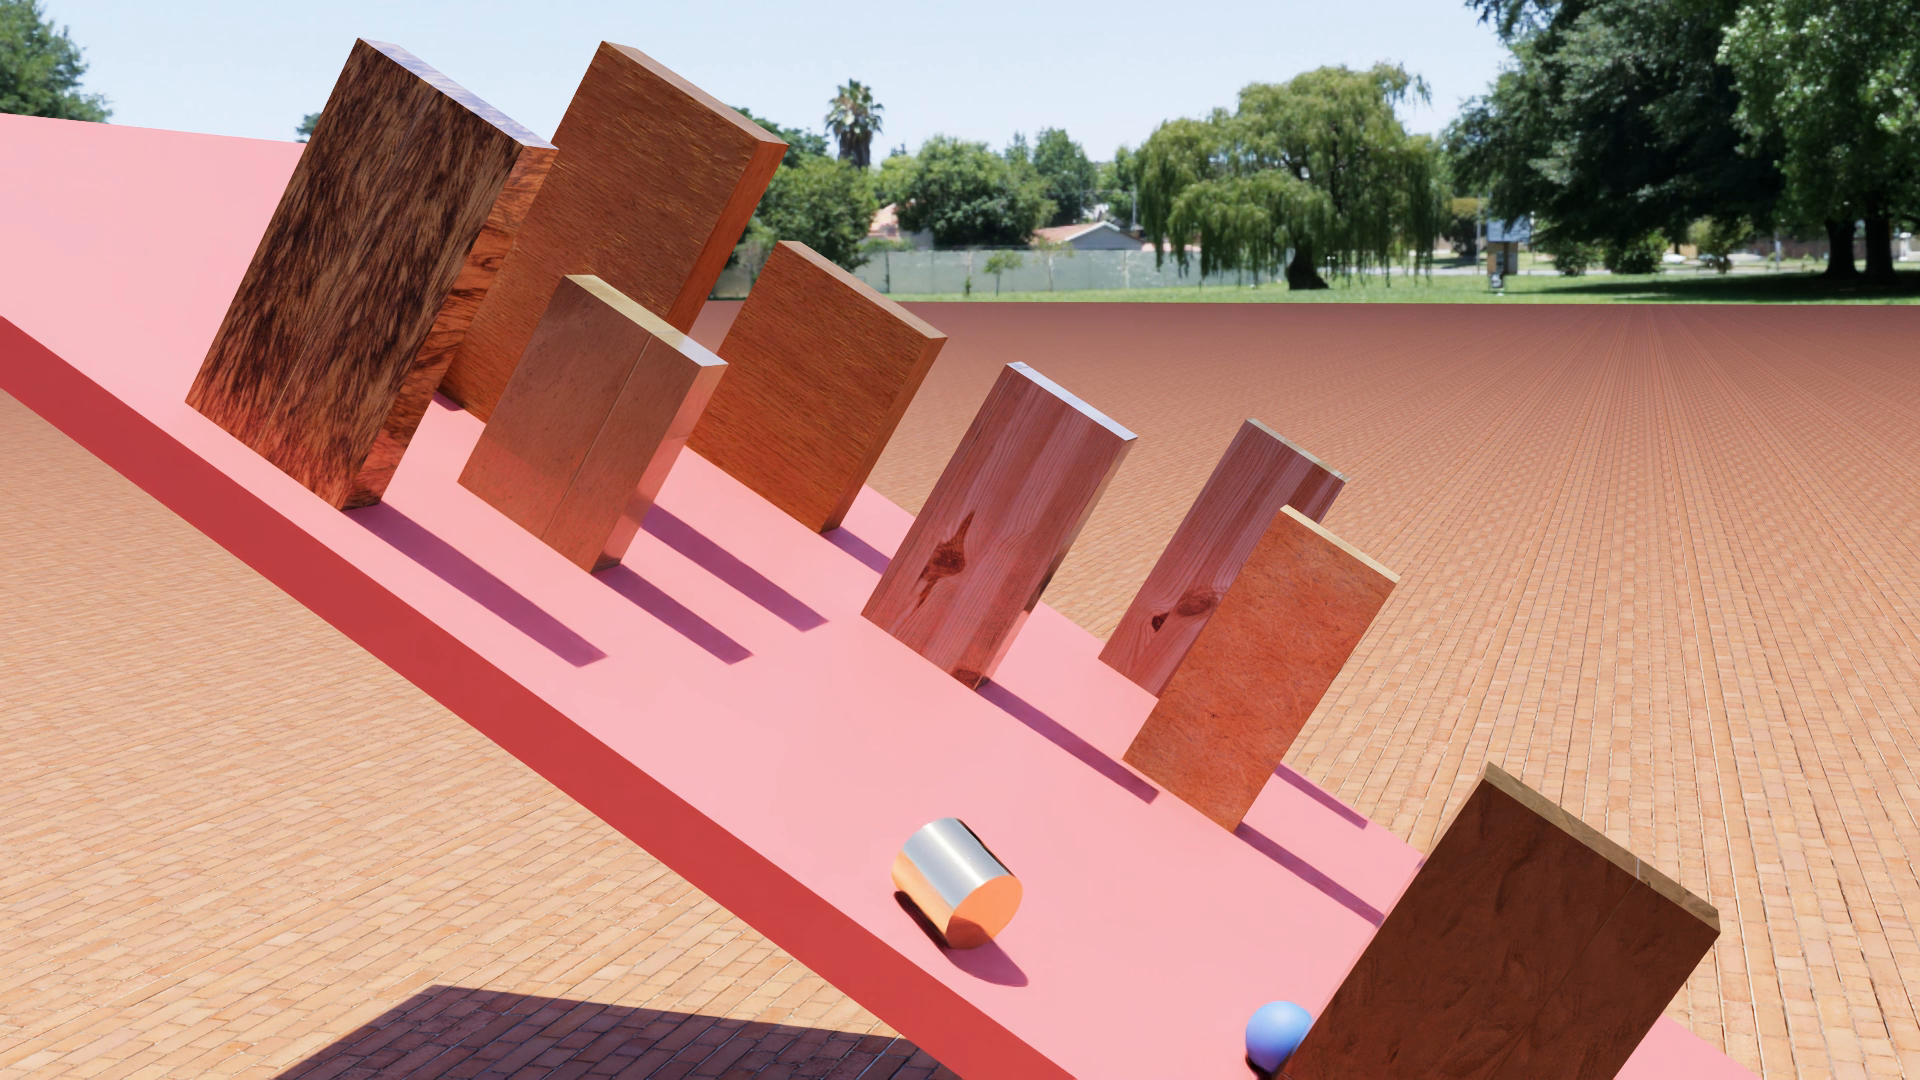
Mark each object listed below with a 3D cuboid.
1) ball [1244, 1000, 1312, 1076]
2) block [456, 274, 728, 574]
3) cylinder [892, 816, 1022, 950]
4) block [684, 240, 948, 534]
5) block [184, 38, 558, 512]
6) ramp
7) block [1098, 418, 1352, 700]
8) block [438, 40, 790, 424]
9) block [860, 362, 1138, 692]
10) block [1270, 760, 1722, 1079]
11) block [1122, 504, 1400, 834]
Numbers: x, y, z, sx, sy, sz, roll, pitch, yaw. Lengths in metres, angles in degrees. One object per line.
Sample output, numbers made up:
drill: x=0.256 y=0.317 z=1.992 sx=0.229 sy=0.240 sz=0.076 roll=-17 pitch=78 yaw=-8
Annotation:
ball: x=0.493 y=0.763 z=3.364 sx=0.115 sy=0.115 sz=0.115 roll=0 pitch=7 yaw=0
block: x=-0.629 y=-0.199 z=3.756 sx=0.290 sy=0.413 sz=0.113 roll=34 pitch=15 yaw=11
cylinder: x=-0.004 y=0.501 z=3.211 sx=0.138 sy=0.138 sz=0.138 roll=-6 pitch=37 yaw=-39
block: x=-0.319 y=-0.323 z=4.638 sx=0.386 sy=0.480 sz=0.126 roll=34 pitch=15 yaw=11
block: x=-0.918 y=-0.407 z=3.412 sx=0.320 sy=0.647 sz=0.111 roll=34 pitch=15 yaw=11
ramp: x=-0.166 y=0.273 z=4.119 sx=4.000 sy=0.100 sz=2.000 roll=34 pitch=15 yaw=11
block: x=0.574 y=0.065 z=4.812 sx=0.253 sy=0.626 sz=0.087 roll=34 pitch=15 yaw=11
block: x=-0.659 y=-0.509 z=4.093 sx=0.357 sy=0.730 sz=0.142 roll=34 pitch=15 yaw=11
block: x=0.072 y=-0.026 z=4.239 sx=0.270 sy=0.573 sz=0.107 roll=34 pitch=15 yaw=11
block: x=0.746 y=0.680 z=3.152 sx=0.374 sy=0.611 sz=0.117 roll=34 pitch=15 yaw=11
block: x=0.583 y=0.252 z=4.283 sx=0.260 sy=0.590 sz=0.089 roll=34 pitch=15 yaw=11
